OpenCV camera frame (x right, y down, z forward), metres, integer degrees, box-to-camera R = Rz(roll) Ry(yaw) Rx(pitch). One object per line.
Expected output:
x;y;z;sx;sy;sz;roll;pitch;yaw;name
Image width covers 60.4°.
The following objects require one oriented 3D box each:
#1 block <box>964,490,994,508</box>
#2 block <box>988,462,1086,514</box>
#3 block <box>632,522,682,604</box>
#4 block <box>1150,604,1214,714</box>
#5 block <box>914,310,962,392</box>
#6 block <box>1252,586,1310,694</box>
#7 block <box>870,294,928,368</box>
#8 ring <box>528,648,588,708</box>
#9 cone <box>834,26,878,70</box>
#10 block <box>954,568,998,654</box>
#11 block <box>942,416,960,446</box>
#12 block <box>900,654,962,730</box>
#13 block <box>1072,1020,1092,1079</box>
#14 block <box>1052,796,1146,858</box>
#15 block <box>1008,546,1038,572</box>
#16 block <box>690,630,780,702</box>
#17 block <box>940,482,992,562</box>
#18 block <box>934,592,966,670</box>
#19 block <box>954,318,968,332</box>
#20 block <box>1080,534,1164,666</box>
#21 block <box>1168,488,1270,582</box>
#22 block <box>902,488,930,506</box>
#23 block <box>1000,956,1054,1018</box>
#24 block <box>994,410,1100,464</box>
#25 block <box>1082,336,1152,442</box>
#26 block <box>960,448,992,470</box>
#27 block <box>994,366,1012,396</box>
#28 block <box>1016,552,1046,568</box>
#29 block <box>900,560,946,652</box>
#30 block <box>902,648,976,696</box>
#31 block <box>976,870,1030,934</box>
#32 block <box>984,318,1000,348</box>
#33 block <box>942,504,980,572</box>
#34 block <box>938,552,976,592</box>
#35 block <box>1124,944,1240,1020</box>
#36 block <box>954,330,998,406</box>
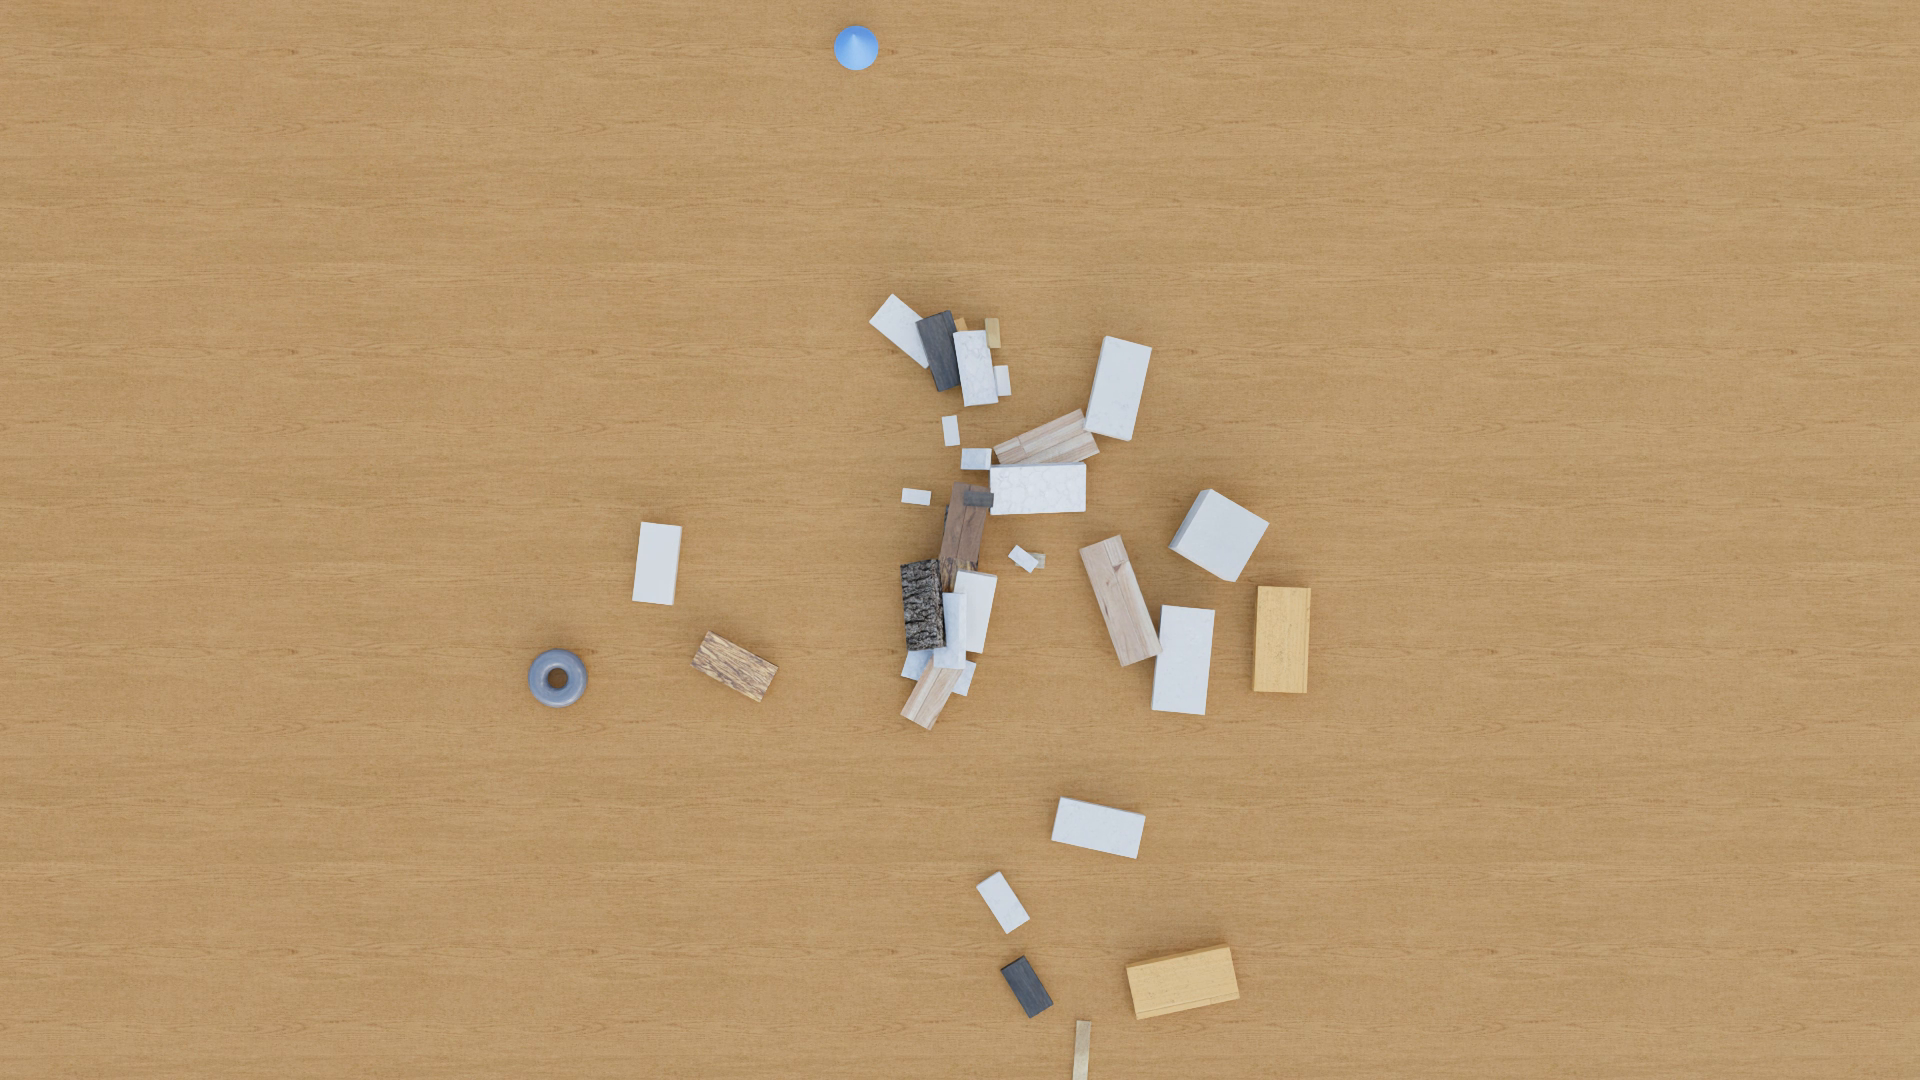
0.061;-0.133;5.357;0.097;0.014;0.049;4;91;1;block
0.255;-0.171;5.440;0.316;0.045;0.158;-2;106;-6;block
-1.005;0.078;5.481;0.131;0.037;0.262;7;90;0;block
0.739;0.396;5.475;0.174;0.049;0.347;6;90;0;block
-0.053;-0.625;5.451;0.121;0.034;0.243;-20;102;-7;block
1.066;0.329;5.475;0.174;0.049;0.347;2;90;0;block
-0.169;-0.693;5.483;0.243;0.034;0.122;39;90;0;block
-1.334;0.458;5.468;0.197;0.066;0.197;0;90;-1;ring
-0.346;-1.641;5.426;0.147;0.147;0.147;0;90;0;cone
0.033;0.233;5.433;0.131;0.037;0.262;10;104;-3;block
-0.030;-0.363;5.493;0.049;0.014;0.097;-7;90;0;block
-0.093;0.501;5.452;0.113;0.032;0.227;29;90;0;block
0.404;1.721;5.493;0.047;0.013;0.242;4;90;0;block
0.459;0.954;5.480;0.287;0.041;0.144;12;90;0;block
0.211;0.063;5.480;0.094;0.013;0.047;37;90;0;block
-0.748;0.419;5.481;0.262;0.037;0.131;28;90;0;block
0.018;-0.059;5.384;0.123;0.035;0.247;11;91;1;block
-0.033;0.295;5.385;0.113;0.032;0.244;1;90;44;block
0.004;-0.686;5.493;0.049;0.014;0.099;-20;90;0;block
0.533;0.201;5.454;0.144;0.041;0.412;-20;86;9;block
0.842;-0.015;5.391;0.218;0.218;0.218;30;90;0;block
-0.145;-0.144;5.493;0.094;0.013;0.047;7;90;0;block
0.223;1.486;5.487;0.093;0.026;0.185;-31;90;0;block
0.286;-0.299;5.478;0.316;0.045;0.158;-24;90;0;block
0.520;-0.500;5.454;0.158;0.045;0.316;14;85;-7;block
0.053;-0.267;5.439;0.019;0.137;0.068;4;90;-36;block
0.140;-0.529;5.481;0.050;0.014;0.099;-7;90;-33;block
0.234;0.067;5.493;0.097;0.014;0.049;6;90;0;block
-0.121;0.215;5.419;0.144;0.041;0.287;-11;80;43;block
-0.070;0.430;5.484;0.227;0.032;0.113;18;90;0;block
0.143;1.204;5.487;0.093;0.026;0.185;-33;90;0;block
0.109;-0.687;5.478;0.050;0.014;0.099;-5;90;-41;block
0.003;0.013;5.450;0.123;0.035;0.247;5;104;-2;block
-0.006;0.165;5.453;0.123;0.035;0.247;-1;104;0;block
0.738;1.465;5.475;0.347;0.049;0.174;-12;90;0;block
0.052;-0.568;5.446;0.121;0.034;0.243;-9;90;-43;block
